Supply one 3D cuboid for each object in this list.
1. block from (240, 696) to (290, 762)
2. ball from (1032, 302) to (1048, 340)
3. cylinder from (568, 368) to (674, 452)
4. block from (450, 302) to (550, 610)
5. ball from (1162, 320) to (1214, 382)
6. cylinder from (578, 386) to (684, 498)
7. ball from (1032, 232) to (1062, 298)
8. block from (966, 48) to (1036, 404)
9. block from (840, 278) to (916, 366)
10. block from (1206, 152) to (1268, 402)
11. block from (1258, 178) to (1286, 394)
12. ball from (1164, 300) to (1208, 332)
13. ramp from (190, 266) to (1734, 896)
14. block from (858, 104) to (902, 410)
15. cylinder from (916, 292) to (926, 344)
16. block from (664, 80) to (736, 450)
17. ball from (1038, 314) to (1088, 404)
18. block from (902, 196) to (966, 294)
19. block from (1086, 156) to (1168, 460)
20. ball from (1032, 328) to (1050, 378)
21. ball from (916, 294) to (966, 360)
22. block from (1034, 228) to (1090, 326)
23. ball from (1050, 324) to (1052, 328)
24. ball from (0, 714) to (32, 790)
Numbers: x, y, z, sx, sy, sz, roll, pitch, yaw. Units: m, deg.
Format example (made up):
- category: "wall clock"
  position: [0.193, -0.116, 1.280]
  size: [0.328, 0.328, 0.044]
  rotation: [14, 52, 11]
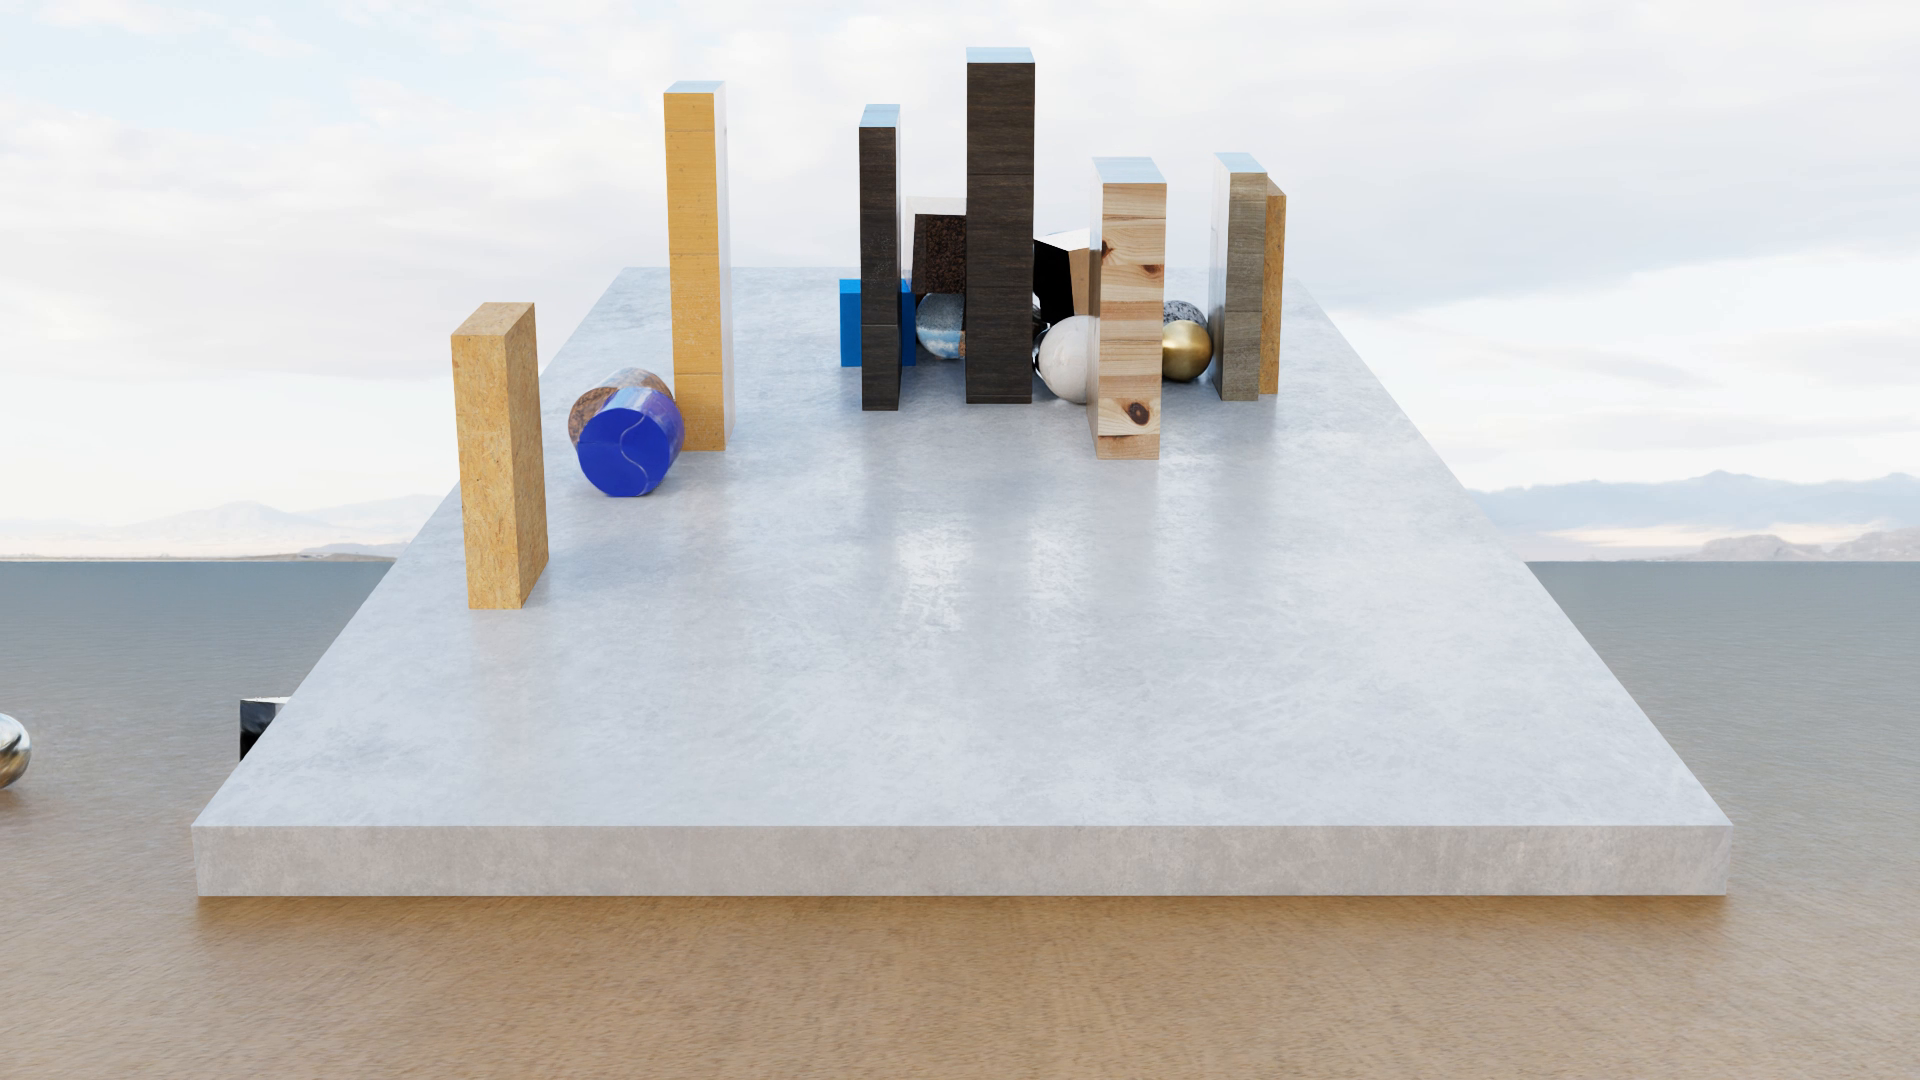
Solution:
- category: "block"
  position: [-1.241, 0.388, 4.223]
  size: [0.172, 0.172, 0.172]
  rotation: [0, -1, 41]
- category: "ball"
  position: [0.142, -0.518, 5.480]
  size: [0.150, 0.150, 0.150]
  rotation: [0, 0, 0]
- category: "cylinder"
  position: [-0.693, -0.250, 4.576]
  size: [0.176, 0.176, 0.176]
  rotation: [0, 17, 9]
- category: "block"
  position: [-0.773, -0.146, 3.760]
  size: [0.087, 0.464, 0.269]
  rotation: [0, 17, 0]
- category: "ball"
  position: [0.526, -0.448, 5.266]
  size: [0.144, 0.144, 0.144]
  rotation: [0, 0, 0]
- category: "cylinder"
  position: [-0.647, -0.195, 4.393]
  size: [0.180, 0.180, 0.180]
  rotation: [0, 17, 2]
- category: "ball"
  position: [0.249, -0.655, 5.390]
  size: [0.183, 0.183, 0.183]
  rotation: [0, 0, 0]
- category: "block"
  position: [0.088, -0.731, 5.134]
  size: [0.149, 0.762, 0.384]
  rotation: [0, 17, 0]
- category: "block"
  position: [-0.204, -0.536, 5.485]
  size: [0.181, 0.181, 0.181]
  rotation: [-1, 17, -4]
- category: "block"
  position: [0.640, -0.616, 5.172]
  size: [0.084, 0.521, 0.334]
  rotation: [0, 17, 0]
- category: "block"
  position: [0.695, -0.616, 5.279]
  size: [0.081, 0.459, 0.397]
  rotation: [0, 17, 0]
- category: "ball"
  position: [0.525, -0.503, 5.418]
  size: [0.160, 0.160, 0.160]
  rotation: [0, 0, 0]
- category: "ramp"
  position: [-0.003, -0.178, 4.811]
  size: [2.000, 0.100, 4.000]
  rotation: [0, 17, 0]
- category: "block"
  position: [-0.180, -0.658, 5.118]
  size: [0.081, 0.631, 0.445]
  rotation: [0, 17, 0]
- category: "cylinder"
  position: [-0.136, -0.583, 5.660]
  size: [0.165, 0.165, 0.165]
  rotation: [2, 0, 5]
- category: "block"
  position: [-0.543, -0.576, 4.673]
  size: [0.101, 0.740, 0.242]
  rotation: [0, 17, 0]
- category: "ball"
  position: [0.277, -0.409, 5.047]
  size: [0.201, 0.201, 0.201]
  rotation: [0, 0, 0]
- category: "block"
  position: [-0.030, -0.721, 5.441]
  size: [0.194, 0.194, 0.194]
  rotation: [1, 21, -8]
- category: "block"
  position: [0.348, -0.498, 4.709]
  size: [0.128, 0.571, 0.393]
  rotation: [0, 17, 0]
- category: "ball"
  position: [0.229, -0.434, 5.239]
  size: [0.134, 0.134, 0.134]
  rotation: [0, 0, 0]
- category: "ball"
  position: [-0.023, -0.535, 5.483]
  size: [0.181, 0.181, 0.181]
  rotation: [0, 0, 0]
- category: "block"
  position: [0.311, -0.612, 5.215]
  size: [0.199, 0.199, 0.199]
  rotation: [-13, 20, -19]
- category: "ball"
  position: [0.292, -0.509, 5.456]
  size: [0.149, 0.149, 0.149]
  rotation: [0, 0, 0]
- category: "ball"
  position: [-1.837, 0.400, 4.214]
  size: [0.148, 0.148, 0.148]
  rotation: [0, 0, 0]
